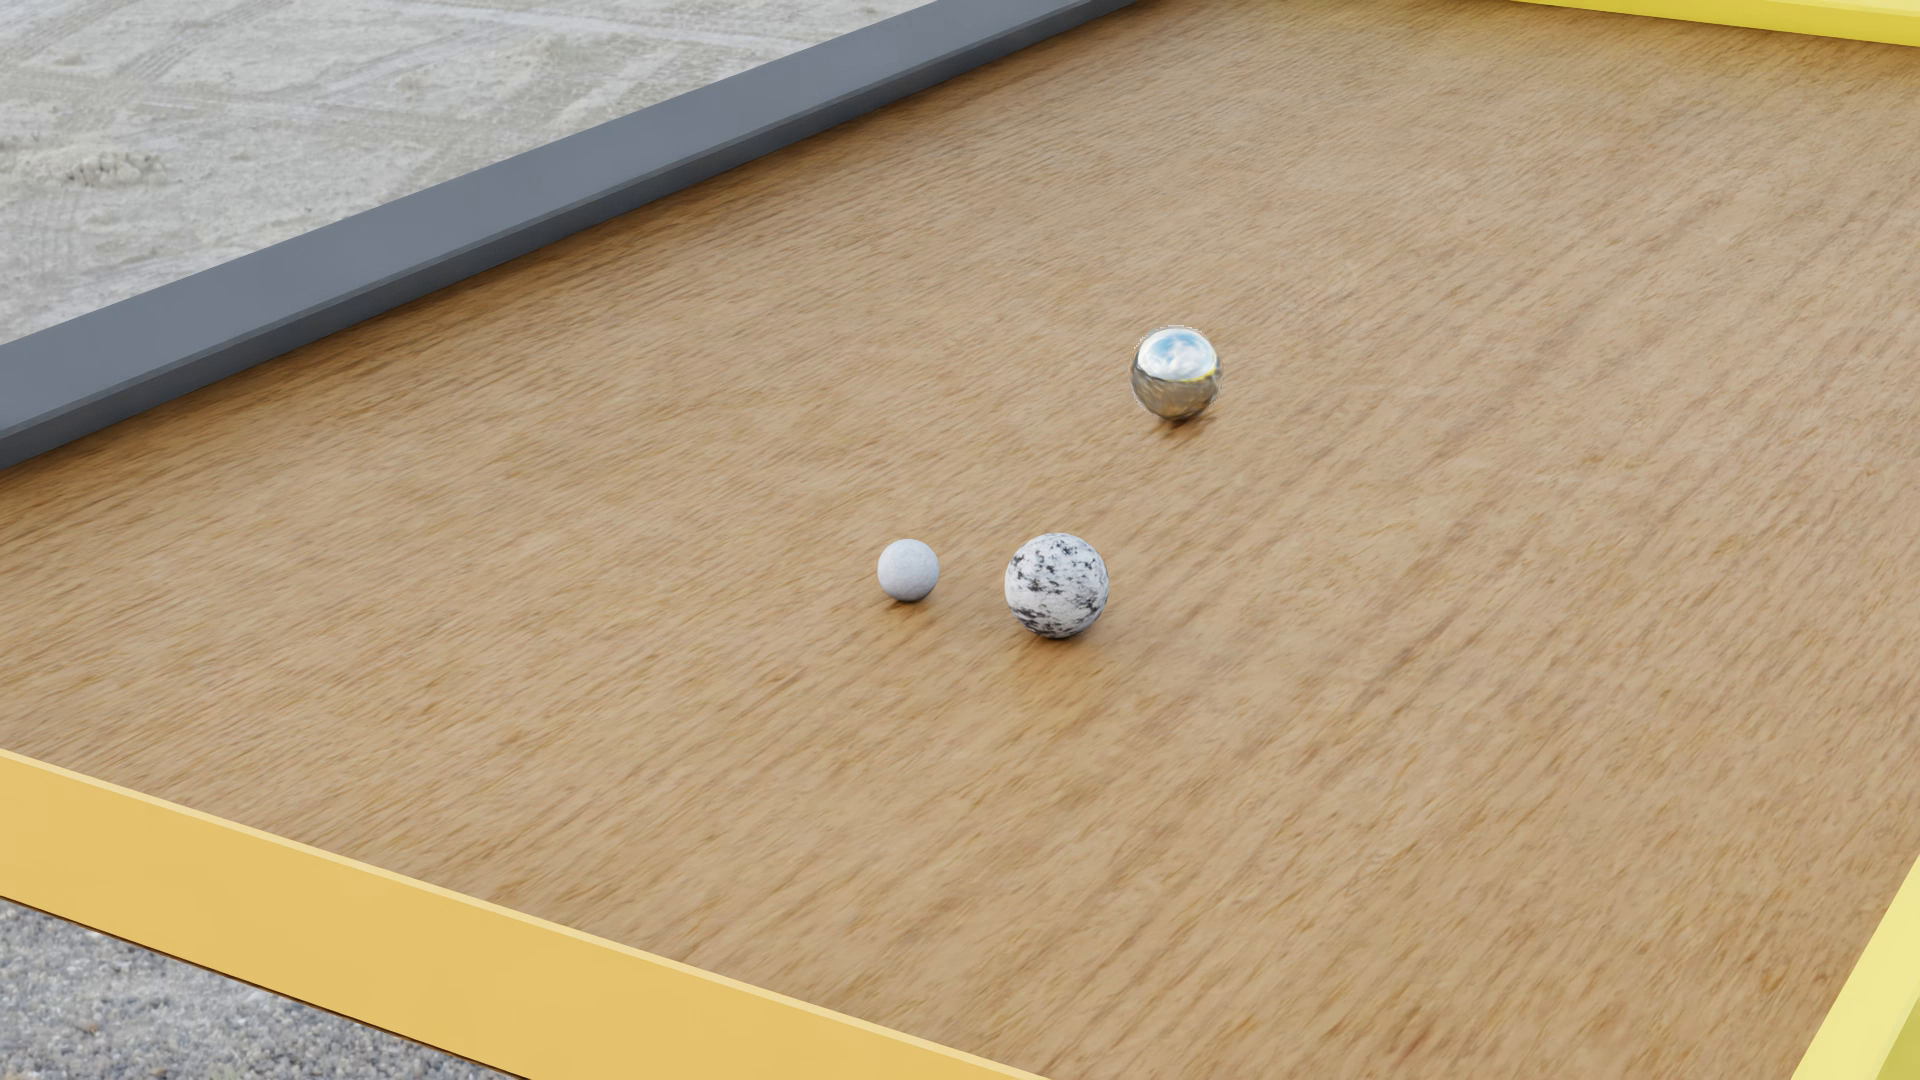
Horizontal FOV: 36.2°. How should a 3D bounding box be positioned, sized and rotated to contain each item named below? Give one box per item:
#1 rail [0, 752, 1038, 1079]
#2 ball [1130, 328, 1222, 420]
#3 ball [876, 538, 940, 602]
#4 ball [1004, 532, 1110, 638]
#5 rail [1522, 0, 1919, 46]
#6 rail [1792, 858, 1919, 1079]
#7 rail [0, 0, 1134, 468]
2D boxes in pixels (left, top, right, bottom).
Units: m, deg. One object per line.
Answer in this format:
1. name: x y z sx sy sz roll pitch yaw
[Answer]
1. rail: -0.315 0.192 1.517 1.467 0.094 0.045 13 26 28
2. ball: 0.171 -0.131 2.322 0.072 0.072 0.072 0 23 0
3. ball: -0.035 0.020 1.996 0.043 0.043 0.043 0 23 0
4. ball: 0.064 0.030 1.939 0.069 0.069 0.069 0 23 0
5. rail: 0.969 -0.663 3.568 1.467 0.094 0.045 13 26 28
6. rail: 0.942 -0.099 2.214 0.045 0.094 2.613 13 26 28
7. rail: -0.288 -0.373 2.870 0.045 0.094 2.613 13 26 28
